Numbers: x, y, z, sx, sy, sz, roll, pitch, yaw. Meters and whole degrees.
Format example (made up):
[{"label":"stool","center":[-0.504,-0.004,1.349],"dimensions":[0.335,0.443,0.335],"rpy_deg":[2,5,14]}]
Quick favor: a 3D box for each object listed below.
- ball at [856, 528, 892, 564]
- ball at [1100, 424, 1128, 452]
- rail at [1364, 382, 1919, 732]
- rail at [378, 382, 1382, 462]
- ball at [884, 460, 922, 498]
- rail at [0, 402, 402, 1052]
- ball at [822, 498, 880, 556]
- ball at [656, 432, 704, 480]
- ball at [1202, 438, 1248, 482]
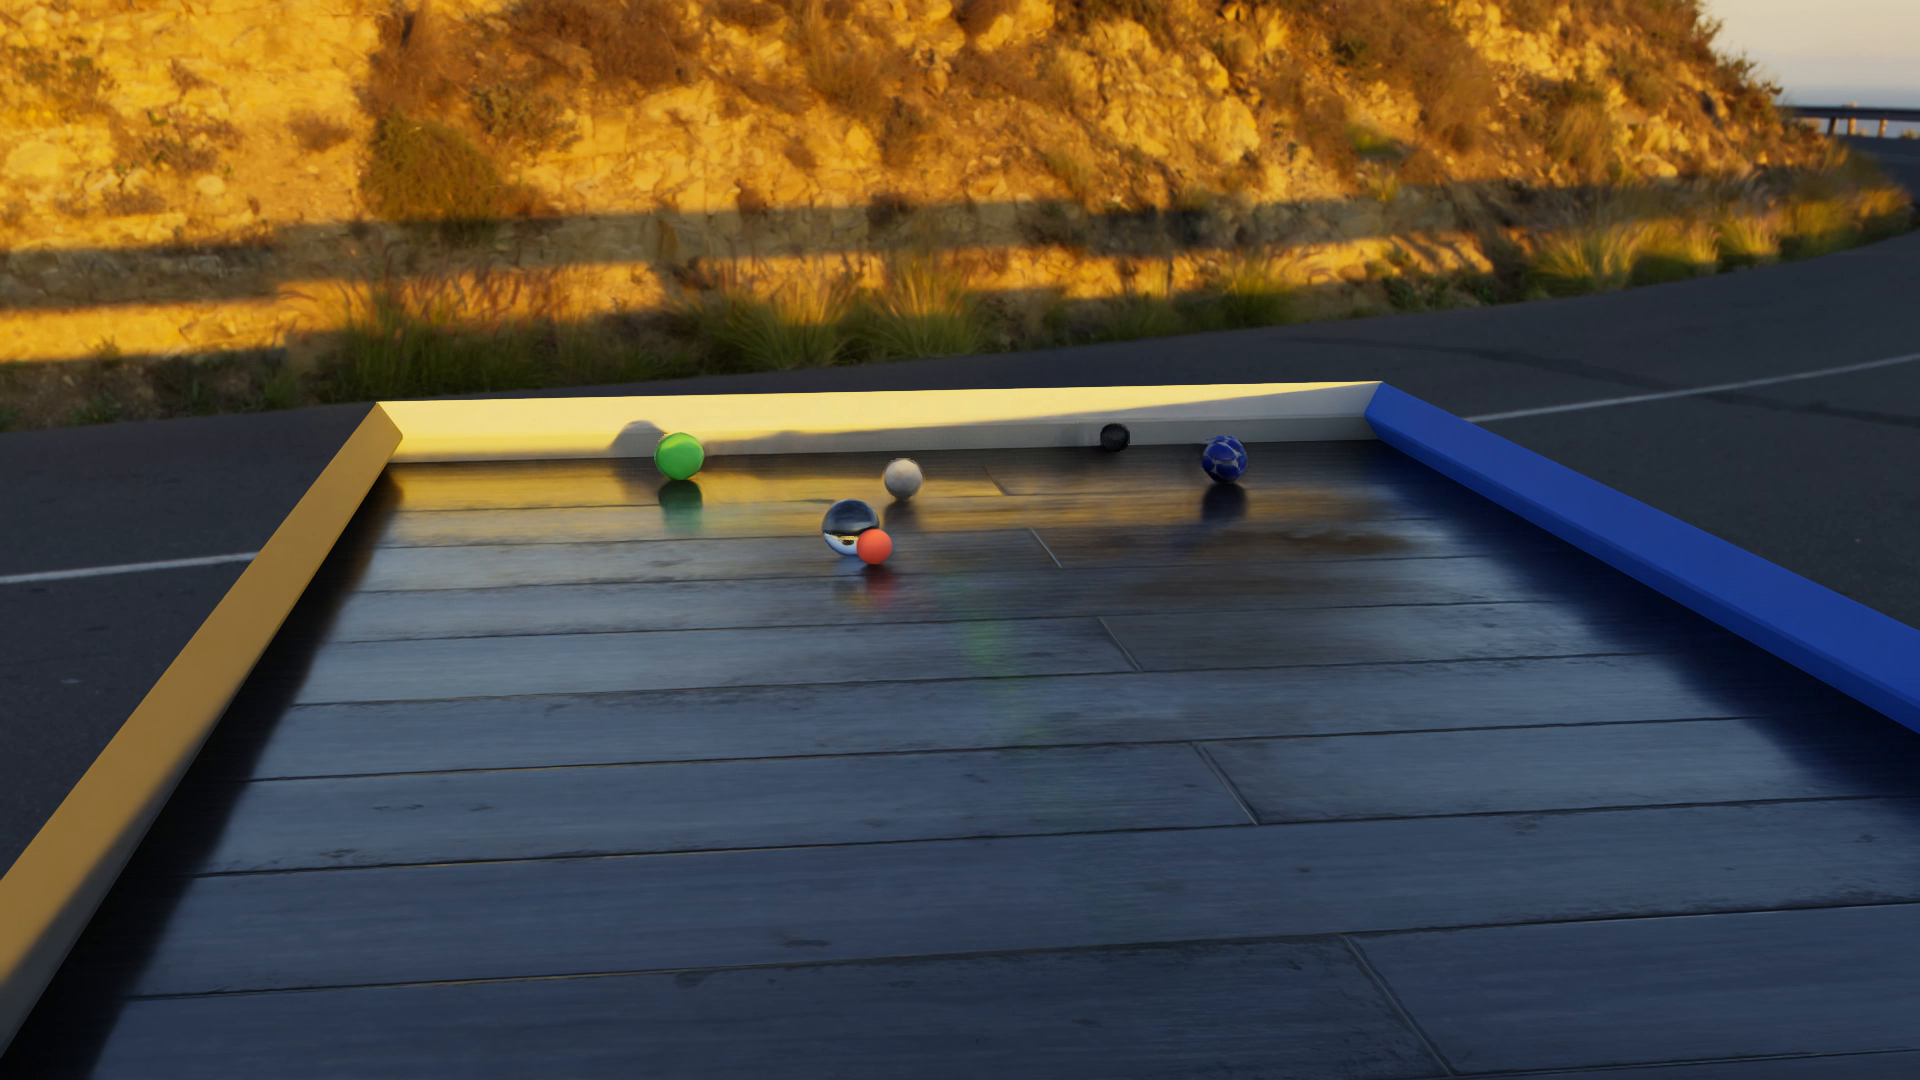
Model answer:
[{"label":"ball","center":[-0.116,0.009,2.974],"dimensions":[0.048,0.048,0.048],"rpy_deg":[0,13,0]},{"label":"ball","center":[0.267,-0.178,3.803],"dimensions":[0.049,0.049,0.049],"rpy_deg":[0,13,0]},{"label":"rail","center":[0.953,0.140,2.262],"dimensions":[0.045,0.102,3.414],"rpy_deg":[-2,13,-7]},{"label":"rail","center":[-0.110,-0.201,3.781],"dimensions":[1.742,0.102,0.045],"rpy_deg":[-2,13,-7]},{"label":"ball","center":[-0.088,-0.094,3.404],"dimensions":[0.060,0.060,0.060],"rpy_deg":[0,13,0]},{"label":"rail","center":[-0.726,0.190,2.043],"dimensions":[0.045,0.102,3.414],"rpy_deg":[-2,13,-7]},{"label":"ball","center":[-0.150,-0.018,3.022],"dimensions":[0.079,0.079,0.079],"rpy_deg":[0,13,0]},{"label":"ball","center":[-0.452,-0.136,3.556],"dimensions":[0.076,0.076,0.076],"rpy_deg":[0,13,0]},{"label":"ball","center":[0.425,-0.128,3.527],"dimensions":[0.074,0.074,0.074],"rpy_deg":[0,13,0]}]
